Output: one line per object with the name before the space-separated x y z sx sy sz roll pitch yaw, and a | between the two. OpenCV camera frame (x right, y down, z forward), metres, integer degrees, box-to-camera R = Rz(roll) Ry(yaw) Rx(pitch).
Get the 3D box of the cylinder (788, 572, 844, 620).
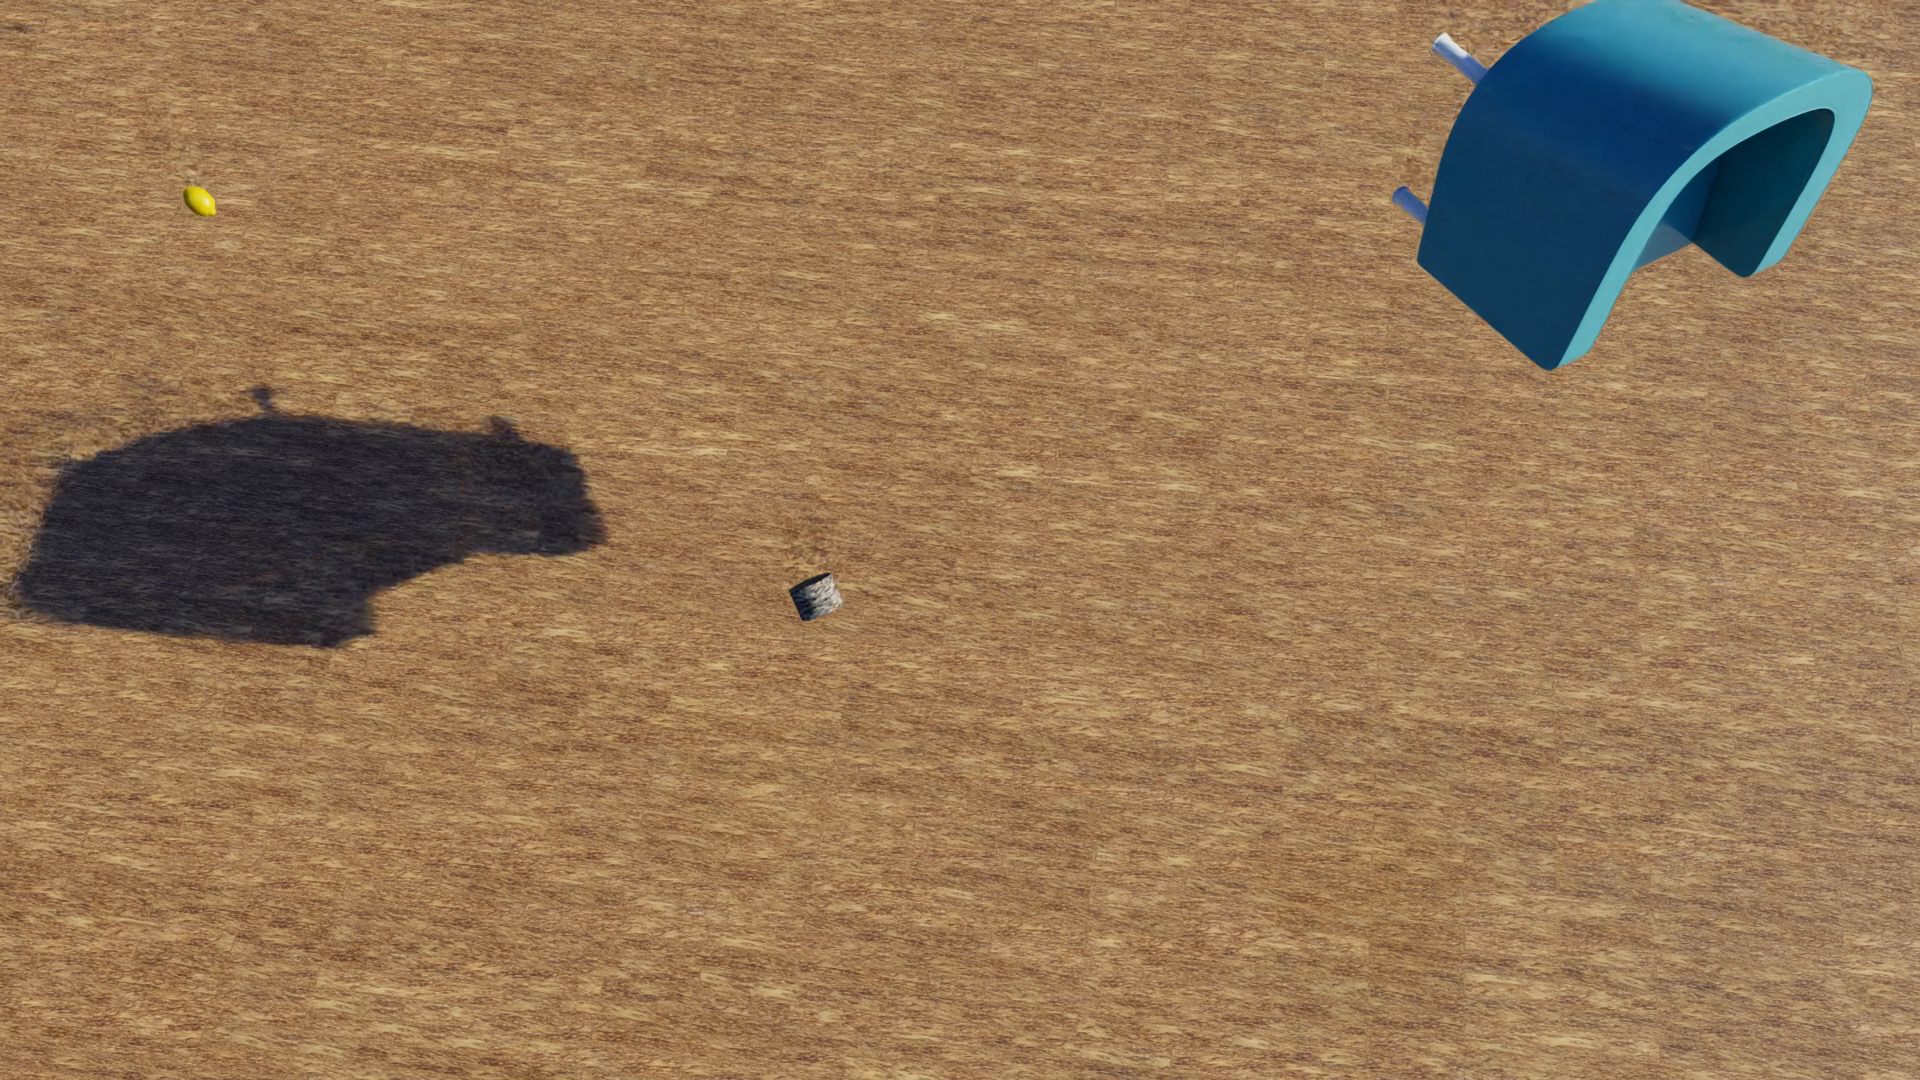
cylinder | -0.230 0.091 3.516 0.075 0.052 0.064 -19 11 23
